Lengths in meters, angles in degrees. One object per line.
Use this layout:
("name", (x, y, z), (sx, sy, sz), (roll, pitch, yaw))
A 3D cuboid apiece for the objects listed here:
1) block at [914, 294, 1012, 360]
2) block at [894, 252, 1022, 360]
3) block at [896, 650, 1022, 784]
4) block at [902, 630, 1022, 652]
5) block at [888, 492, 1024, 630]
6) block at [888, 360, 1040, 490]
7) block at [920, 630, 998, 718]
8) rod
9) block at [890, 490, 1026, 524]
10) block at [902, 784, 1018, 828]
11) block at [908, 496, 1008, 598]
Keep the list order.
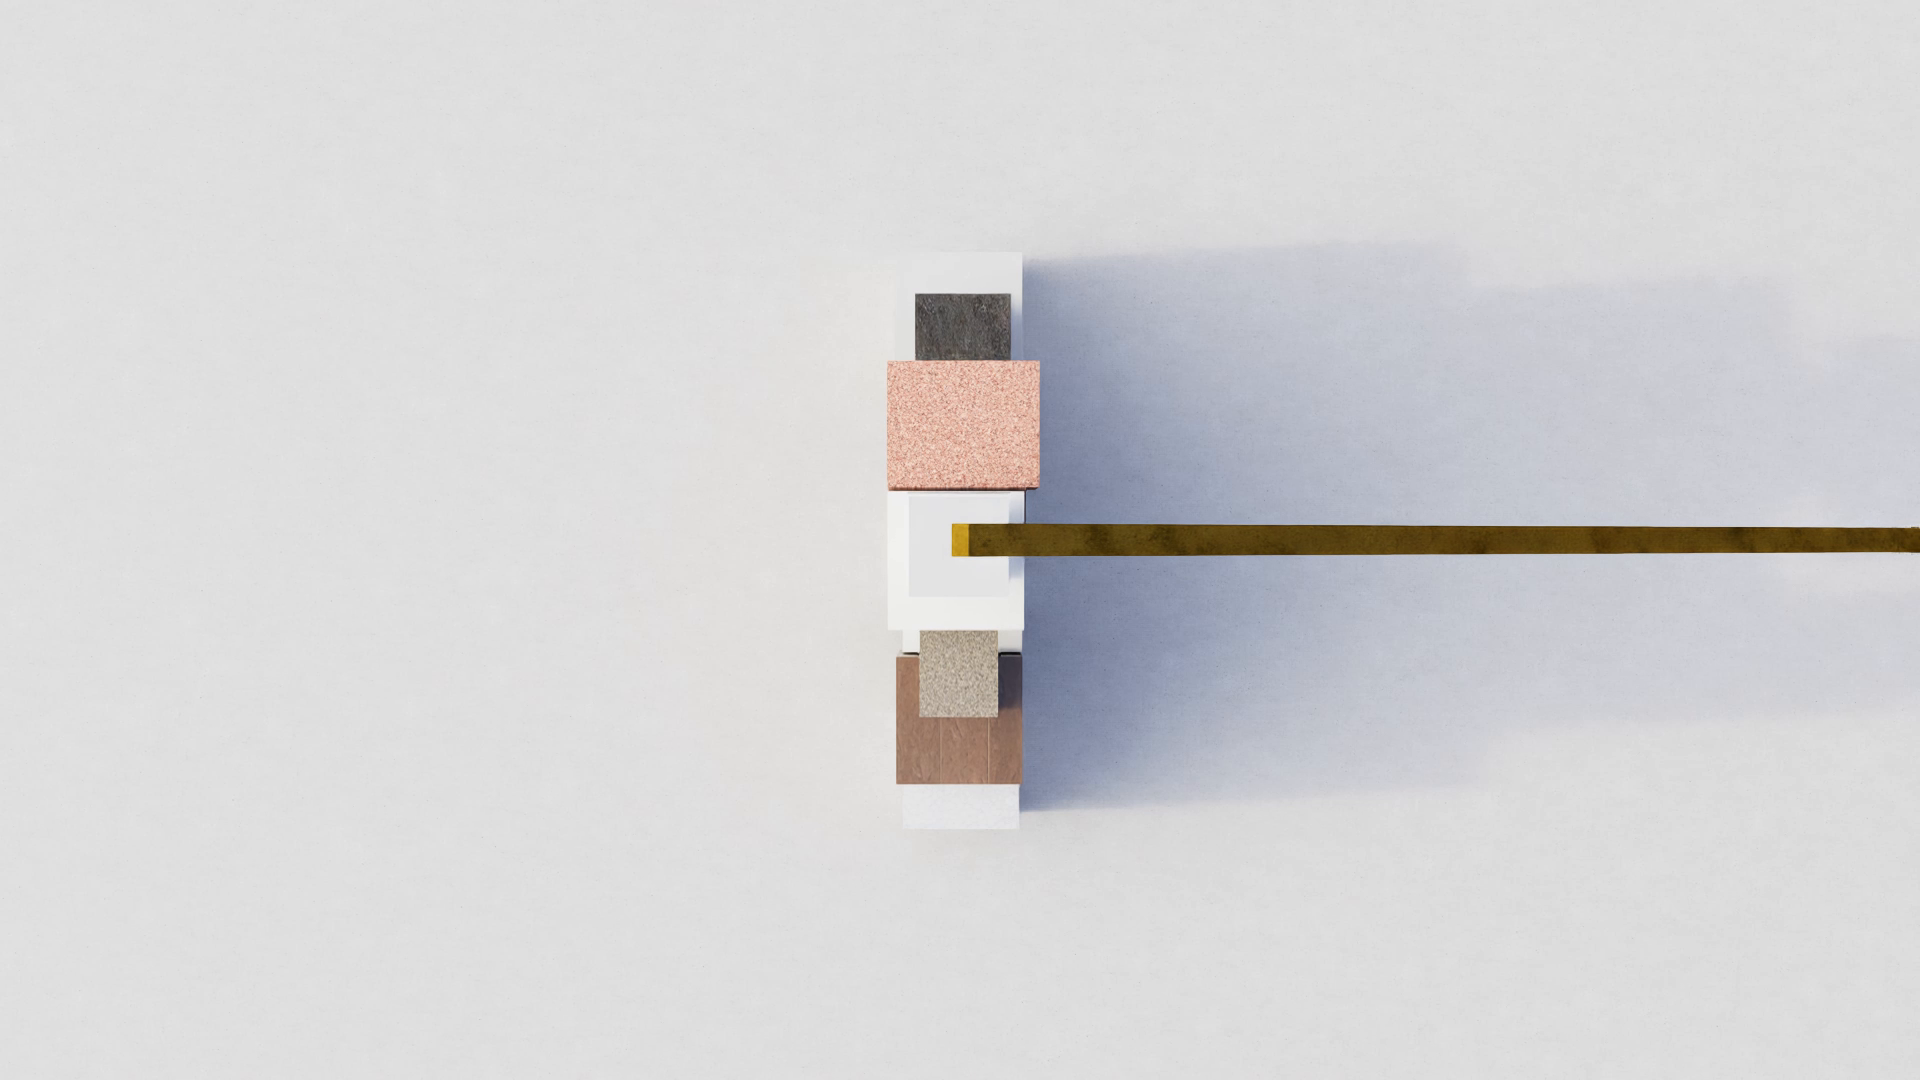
("block", (0.016, -1.045, 12.087), (0.519, 0.473, 0.540), (0, 86, 0))
("block", (-0.010, -1.238, 12.671), (0.716, 0.657, 0.758), (0, 90, 0))
("block", (-0.004, 0.950, 11.922), (0.664, 0.768, 0.670), (0, 90, 0))
("block", (0.013, 0.295, 12.160), (0.643, 0.578, 0.622), (0, 90, 0))
("block", (-0.020, 0.095, 11.269), (0.676, 0.743, 0.685), (0, 91, 0))
("block", (0.016, -0.581, 11.323), (0.763, 0.631, 0.633), (0, 90, 0))
("block", (-0.007, 0.670, 11.342), (0.398, 0.394, 0.458), (0, 90, 0))
("rod", (2.212, 0.000, 6.638), (5.200, 0.080, 0.080), (0, 90, -32))
("block", (-0.011, -0.382, 11.974), (0.721, 0.672, 0.710), (0, 90, 0))
("block", (0.005, 1.288, 12.653), (0.649, 0.695, 0.658), (0, 90, 0))
("block", (-0.007, 0.026, 10.327), (0.459, 0.412, 0.465), (0, 91, 0))
